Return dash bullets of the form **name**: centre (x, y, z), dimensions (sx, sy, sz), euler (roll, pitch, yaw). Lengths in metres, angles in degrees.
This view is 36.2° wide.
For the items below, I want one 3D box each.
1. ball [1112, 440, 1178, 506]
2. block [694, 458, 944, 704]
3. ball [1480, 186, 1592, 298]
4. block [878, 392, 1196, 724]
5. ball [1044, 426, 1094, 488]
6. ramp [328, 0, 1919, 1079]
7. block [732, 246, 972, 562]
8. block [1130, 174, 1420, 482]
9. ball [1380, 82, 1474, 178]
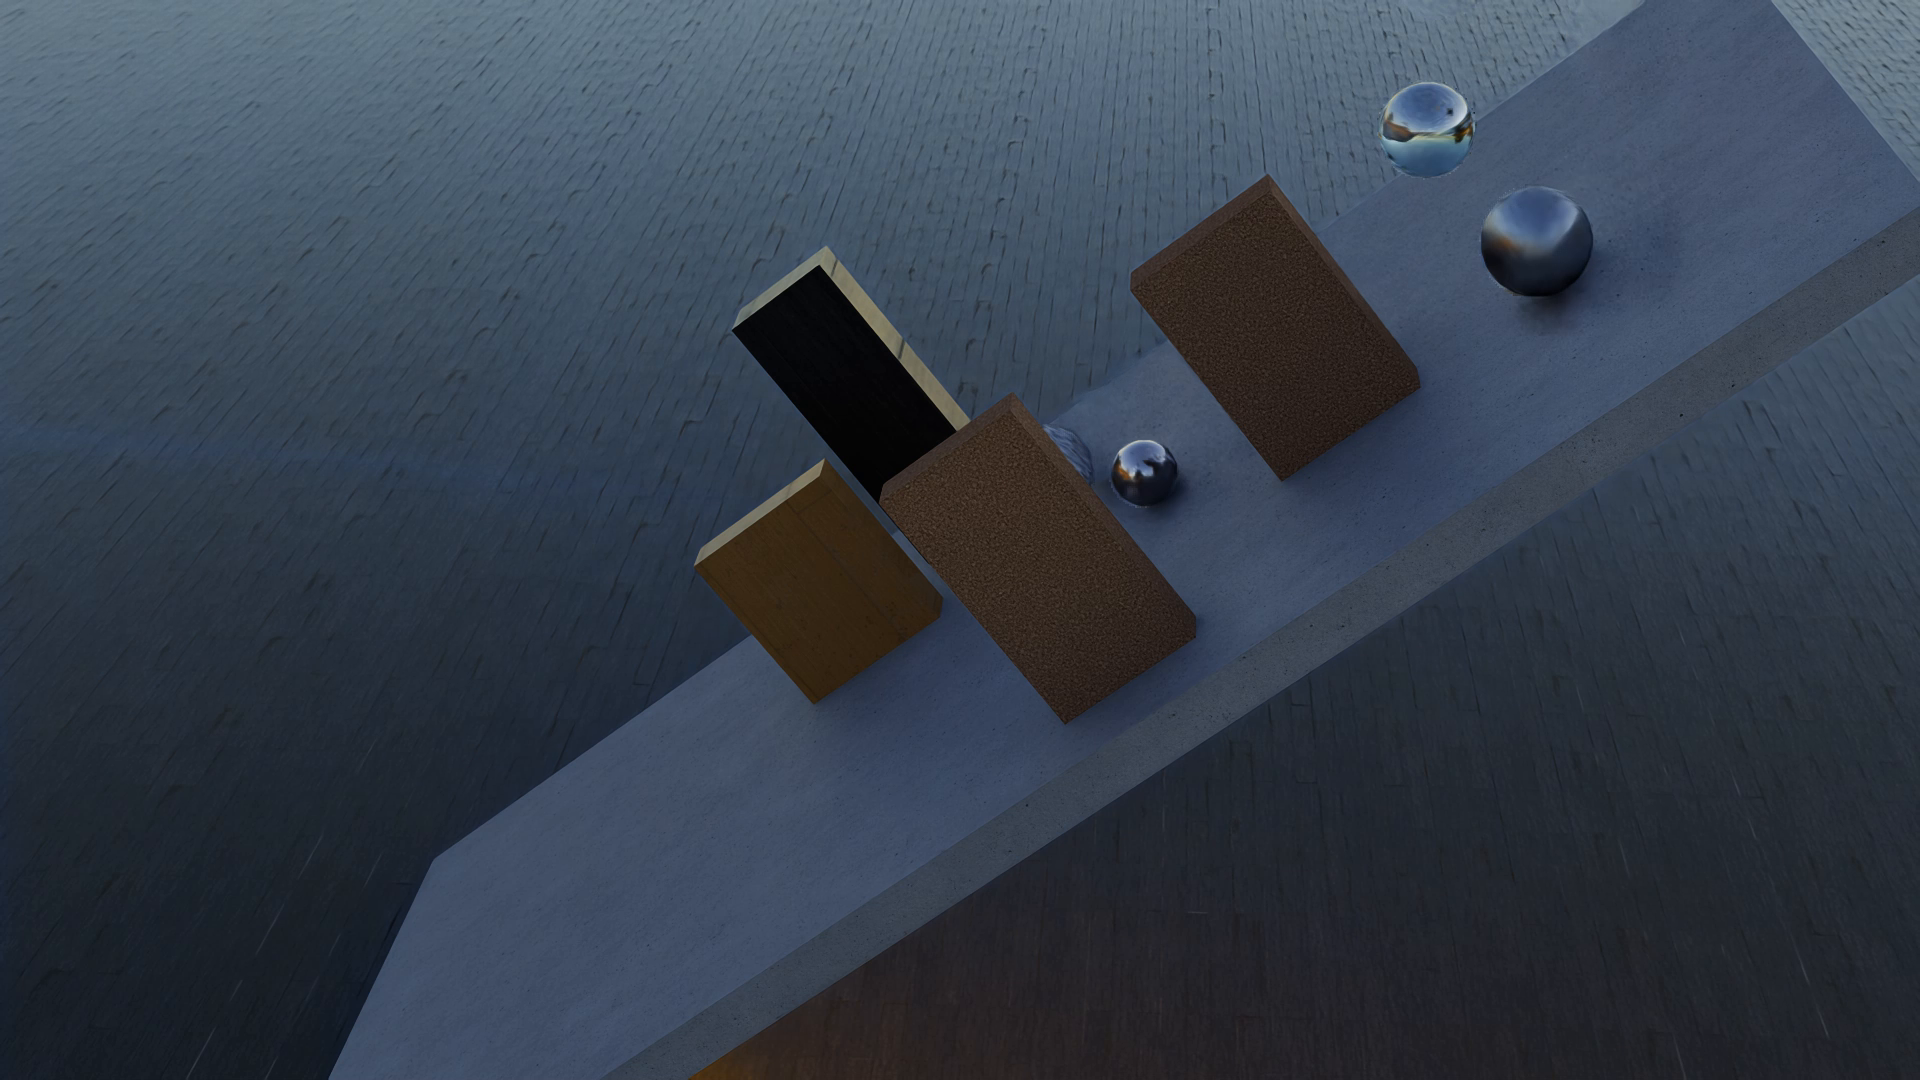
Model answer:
- **ball**: centre (0.387, -0.141, 6.166), dimensions (0.140, 0.140, 0.140), euler (0, 23, 0)
- **block**: centre (-0.316, 0.096, 6.608), dimensions (0.366, 0.424, 0.106), euler (-35, 16, 17)
- **ball**: centre (1.094, -0.566, 5.579), dimensions (0.209, 0.209, 0.209), euler (0, 23, 0)
- **block**: centre (0.147, 0.038, 5.446), dimensions (0.304, 0.560, 0.096), euler (-35, 16, 17)
- **ball**: centre (0.199, -0.153, 6.528), dimensions (0.197, 0.197, 0.197), euler (0, 23, 0)
- **ramp**: centre (0.125, 0.182, 6.330), dimensions (4.000, 0.100, 2.000), euler (-35, 16, 17)
- **block**: centre (-0.191, -0.312, 6.874), dimensions (0.262, 0.730, 0.146), euler (-35, 16, 17)
- **block**: centre (0.613, -0.410, 5.725), dimensions (0.331, 0.495, 0.113), euler (-35, 16, 17)
- **ball**: centre (0.945, -0.830, 5.952), dimensions (0.191, 0.191, 0.191), euler (0, 23, 0)
